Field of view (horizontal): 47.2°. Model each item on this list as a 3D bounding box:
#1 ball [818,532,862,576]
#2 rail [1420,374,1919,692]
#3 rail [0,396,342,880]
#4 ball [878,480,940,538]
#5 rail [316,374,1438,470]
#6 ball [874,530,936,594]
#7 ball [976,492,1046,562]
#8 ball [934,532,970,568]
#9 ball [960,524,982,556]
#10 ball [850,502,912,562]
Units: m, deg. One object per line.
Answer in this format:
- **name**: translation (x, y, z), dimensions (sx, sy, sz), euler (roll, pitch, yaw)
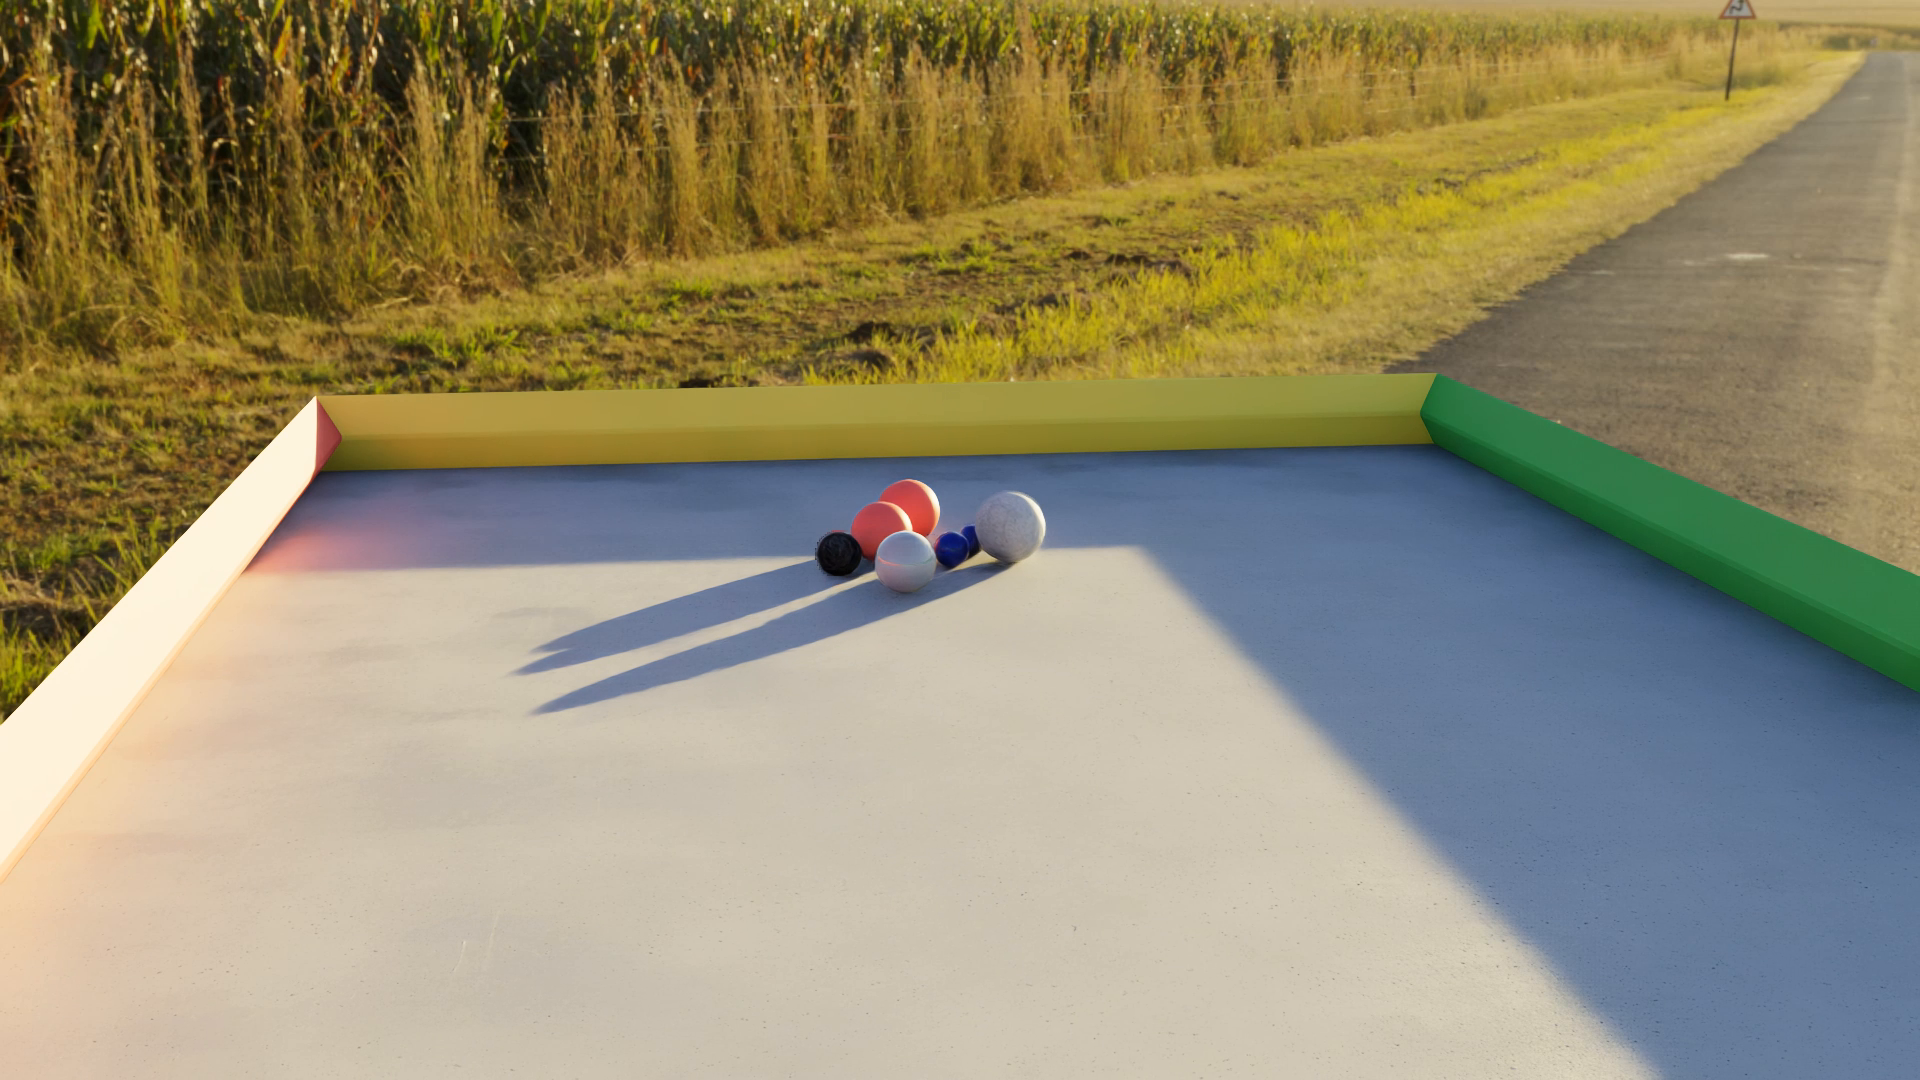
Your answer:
- **ball**: translation (-0.158, 0.019, 2.888), dimensions (0.058, 0.058, 0.058), euler (0, 13, 0)
- **rail**: translation (1.026, 0.124, 2.272), dimensions (0.045, 0.122, 3.232), euler (-2, 13, -8)
- **rail**: translation (-0.808, 0.179, 2.029), dimensions (0.045, 0.122, 3.232), euler (-2, 13, -8)
- **ball**: translation (-0.072, -0.041, 3.081), dimensions (0.088, 0.088, 0.088), euler (0, 13, 0)
- **rail**: translation (-0.106, -0.197, 3.689), dimensions (1.899, 0.122, 0.045), euler (-2, 13, -8)
- **ball**: translation (-0.069, 0.028, 2.797), dimensions (0.080, 0.080, 0.080), euler (0, 13, 0)
- **ball**: translation (0.068, -0.017, 2.964), dimensions (0.094, 0.094, 0.094), euler (0, 13, 0)
- **ball**: translation (-0.011, 0.012, 2.938), dimensions (0.048, 0.048, 0.048), euler (0, 13, 0)
- **ball**: translation (0.016, 0.000, 3.007), dimensions (0.042, 0.042, 0.042), euler (0, 13, 0)
- **ball**: translation (-0.105, -0.010, 2.958), dimensions (0.083, 0.083, 0.083), euler (0, 13, 0)
